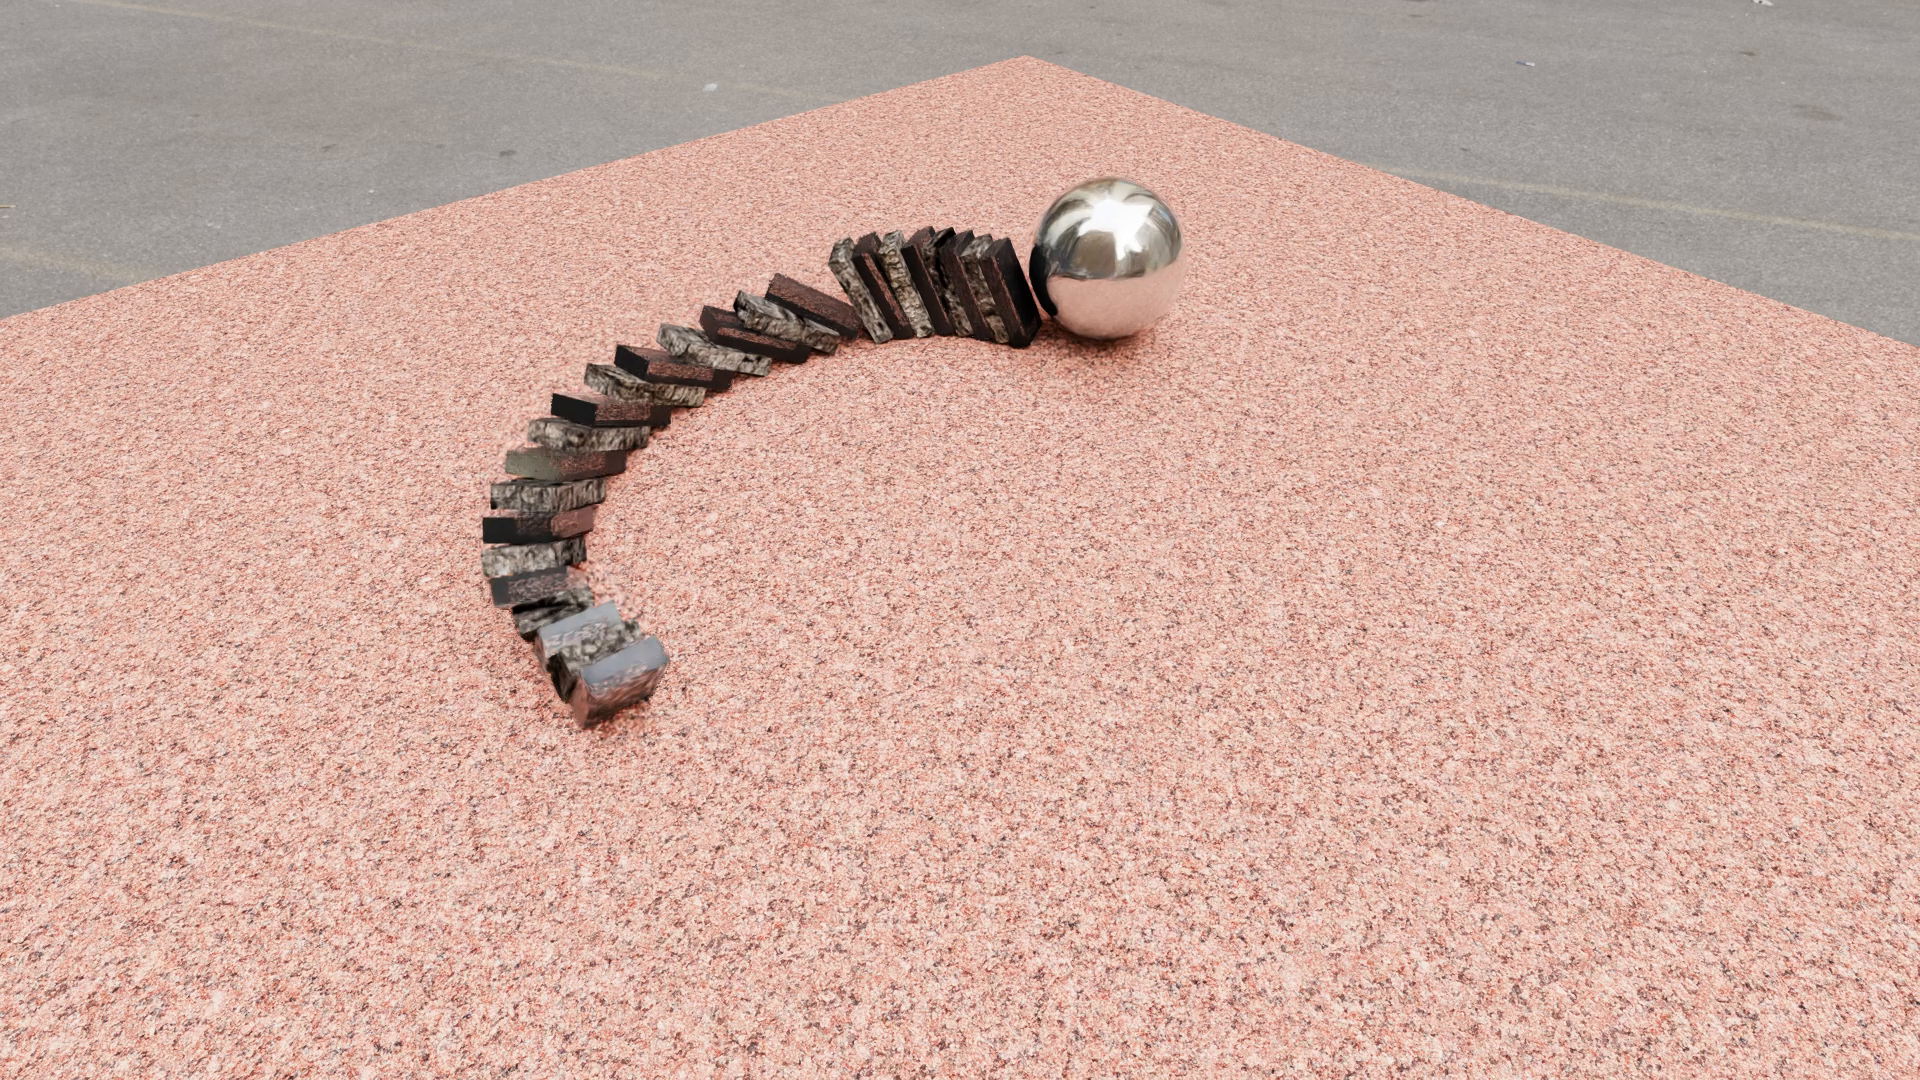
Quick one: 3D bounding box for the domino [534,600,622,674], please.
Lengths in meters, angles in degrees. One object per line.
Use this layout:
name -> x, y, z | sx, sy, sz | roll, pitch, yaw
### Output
domino -> -0.131, 0.034, 0.375 | 0.025, 0.050, 0.009 | -23, 87, -26

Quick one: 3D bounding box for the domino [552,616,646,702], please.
domino -> -0.121, 0.040, 0.366 | 0.025, 0.050, 0.009 | -26, 85, -28

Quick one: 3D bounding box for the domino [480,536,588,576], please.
domino -> -0.159, 0.006, 0.415 | 0.025, 0.010, 0.050 | -5, 4, -6

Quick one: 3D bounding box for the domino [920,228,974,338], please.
domino -> -0.002, -0.135, 0.577 | 0.010, 0.050, 0.025 | -8, 33, 29

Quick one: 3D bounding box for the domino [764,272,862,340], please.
domino -> -0.075, -0.122, 0.572 | 0.050, 0.009, 0.025 | 23, 23, -11

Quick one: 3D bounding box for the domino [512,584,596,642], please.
domino -> -0.142, 0.026, 0.386 | 0.025, 0.009, 0.050 | -18, -2, -20

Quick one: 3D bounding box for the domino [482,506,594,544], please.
domino -> -0.164, -0.007, 0.431 | 0.025, 0.009, 0.050 | -1, 7, -1

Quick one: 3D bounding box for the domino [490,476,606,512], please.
domino -> -0.167, -0.020, 0.448 | 0.025, 0.010, 0.050 | 4, 8, 5

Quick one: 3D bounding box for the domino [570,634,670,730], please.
domino -> -0.111, 0.047, 0.358 | 0.025, 0.050, 0.009 | -27, 82, -29

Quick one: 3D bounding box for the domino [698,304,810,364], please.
domino -> -0.103, -0.103, 0.552 | 0.050, 0.010, 0.025 | 7, 30, -37

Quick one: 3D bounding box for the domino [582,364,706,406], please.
domino -> -0.147, -0.072, 0.513 | 0.025, 0.010, 0.050 | 27, 18, 29

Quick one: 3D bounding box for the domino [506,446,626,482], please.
domino -> -0.166, -0.033, 0.466 | 0.025, 0.009, 0.050 | 10, 11, 12

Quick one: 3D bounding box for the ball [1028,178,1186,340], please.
ball -> 0.075, -0.143, 0.563 | 0.080, 0.080, 0.080 | 0, 39, 0

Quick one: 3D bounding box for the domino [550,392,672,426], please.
domino -> -0.156, -0.059, 0.496 | 0.025, 0.010, 0.050 | 16, 12, 21

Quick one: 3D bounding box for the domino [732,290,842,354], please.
domino -> -0.088, -0.111, 0.559 | 0.050, 0.010, 0.025 | 12, 27, -33

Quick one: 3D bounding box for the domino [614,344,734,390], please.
domino -> -0.136, -0.082, 0.524 | 0.025, 0.010, 0.050 | 28, 18, 32

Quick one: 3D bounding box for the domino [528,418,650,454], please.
domino -> -0.162, -0.047, 0.483 | 0.025, 0.010, 0.050 | 15, 13, 17

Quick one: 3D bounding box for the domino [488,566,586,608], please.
domino -> -0.151, 0.017, 0.398 | 0.025, 0.009, 0.050 | -11, -2, -13

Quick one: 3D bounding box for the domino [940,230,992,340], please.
domino -> 0.008, -0.133, 0.574 | 0.010, 0.050, 0.025 | -8, 33, 29

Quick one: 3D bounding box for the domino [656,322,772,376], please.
domino -> -0.120, -0.093, 0.540 | 0.050, 0.009, 0.025 | 2, 29, -45

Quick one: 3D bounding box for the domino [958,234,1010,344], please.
domino -> 0.017, -0.130, 0.571 | 0.010, 0.050, 0.025 | -8, 33, 29

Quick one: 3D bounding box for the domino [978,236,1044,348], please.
domino -> 0.027, -0.127, 0.567 | 0.009, 0.050, 0.025 | -8, 33, 29

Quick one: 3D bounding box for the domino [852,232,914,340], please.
domino -> -0.038, -0.132, 0.574 | 0.010, 0.050, 0.025 | -18, 35, 20

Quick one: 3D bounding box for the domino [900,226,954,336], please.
domino -> -0.013, -0.136, 0.578 | 0.010, 0.050, 0.025 | -8, 33, 29

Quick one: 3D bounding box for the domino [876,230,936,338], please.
domino -> -0.026, -0.134, 0.575 | 0.009, 0.050, 0.025 | -15, 35, 19

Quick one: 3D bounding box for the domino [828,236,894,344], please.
domino -> -0.050, -0.129, 0.570 | 0.009, 0.050, 0.025 | -20, 35, 19
